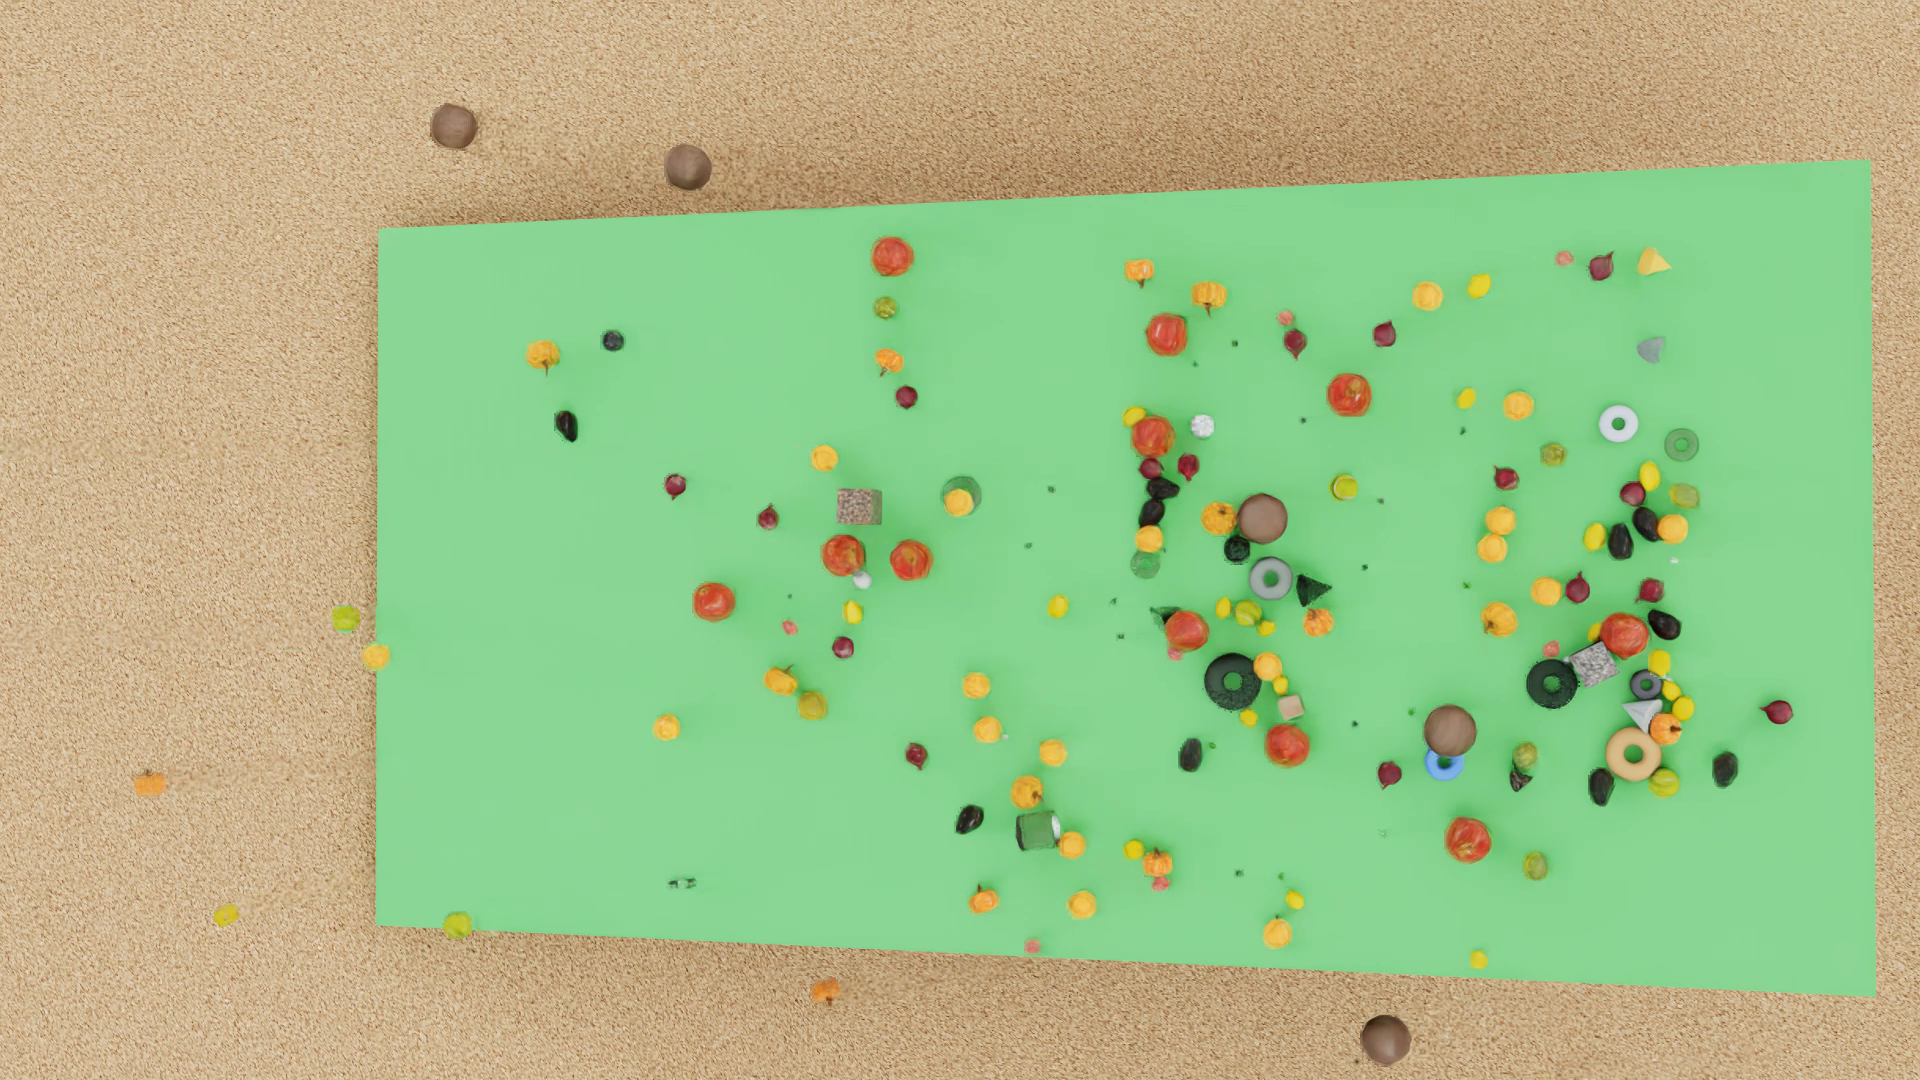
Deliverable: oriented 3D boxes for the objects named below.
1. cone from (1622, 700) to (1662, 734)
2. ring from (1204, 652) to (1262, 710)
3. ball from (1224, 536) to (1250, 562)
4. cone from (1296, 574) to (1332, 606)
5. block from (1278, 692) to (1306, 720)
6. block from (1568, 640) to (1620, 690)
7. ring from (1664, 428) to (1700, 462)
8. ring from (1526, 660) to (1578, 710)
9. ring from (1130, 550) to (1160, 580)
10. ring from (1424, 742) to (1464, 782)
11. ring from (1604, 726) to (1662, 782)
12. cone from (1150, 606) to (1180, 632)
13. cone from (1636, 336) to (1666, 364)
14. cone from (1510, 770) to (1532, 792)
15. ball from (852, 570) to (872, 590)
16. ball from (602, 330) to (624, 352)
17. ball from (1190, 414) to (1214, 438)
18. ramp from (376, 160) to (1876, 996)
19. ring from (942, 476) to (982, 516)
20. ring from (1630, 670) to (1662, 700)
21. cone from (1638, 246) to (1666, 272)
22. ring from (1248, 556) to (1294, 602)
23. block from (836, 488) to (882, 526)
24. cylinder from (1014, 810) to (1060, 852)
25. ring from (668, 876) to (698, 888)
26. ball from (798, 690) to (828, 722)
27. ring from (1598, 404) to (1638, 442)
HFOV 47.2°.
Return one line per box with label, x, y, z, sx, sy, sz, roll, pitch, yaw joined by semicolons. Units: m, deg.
cone;1.652;0.415;5.372;0.090;0.090;0.090;24;89;41
ring;0.698;0.362;5.632;0.147;0.049;0.147;-1;88;16
ball;0.708;0.023;5.623;0.070;0.070;0.070;0;89;0
cone;0.909;0.123;5.583;0.083;0.083;0.083;-6;89;-12
block;0.843;0.423;5.588;0.054;0.054;0.054;-19;84;14
block;1.551;0.304;5.377;0.088;0.088;0.088;-28;82;13
ring;1.759;-0.231;5.359;0.083;0.028;0.083;0;91;16
ring;1.460;0.356;5.426;0.123;0.041;0.123;0;89;17
ring;0.481;0.063;5.707;0.080;0.027;0.080;-1;86;15
ring;1.211;0.554;5.496;0.097;0.032;0.097;0;90;16
ring;1.645;0.523;5.371;0.134;0.045;0.134;-1;88;16
cone;0.542;0.188;5.686;0.072;0.072;0.072;-27;89;-13
cone;1.704;-0.477;5.376;0.067;0.067;0.067;-41;89;-16
cone;1.398;0.594;5.448;0.053;0.053;0.053;-9;89;-11
ball;-0.262;0.107;5.899;0.051;0.051;0.051;0;89;0
ball;-0.963;-0.551;6.098;0.060;0.060;0.060;0;89;0
ball;0.623;-0.293;5.655;0.063;0.063;0.063;0;89;0
ramp;0.267;0.097;5.832;4.000;0.100;2.000;0;89;15
ring;0.006;-0.117;5.837;0.108;0.036;0.108;0;90;15
ring;1.677;0.354;5.374;0.077;0.026;0.077;-1;85;17
cone;1.709;-0.673;5.377;0.070;0.070;0.070;27;89;-30
ring;0.794;0.099;5.615;0.114;0.038;0.114;0;90;17
block;-0.268;-0.089;5.881;0.094;0.094;0.094;3;90;15
cylinder;0.203;0.760;5.737;0.096;0.096;0.096;-10;89;15
ring;-0.757;0.937;6.007;0.078;0.078;0.026;-7;83;0
ball;-0.396;0.446;5.914;0.084;0.084;0.084;0;89;0
ring;1.616;-0.285;5.397;0.094;0.031;0.094;-1;88;16
